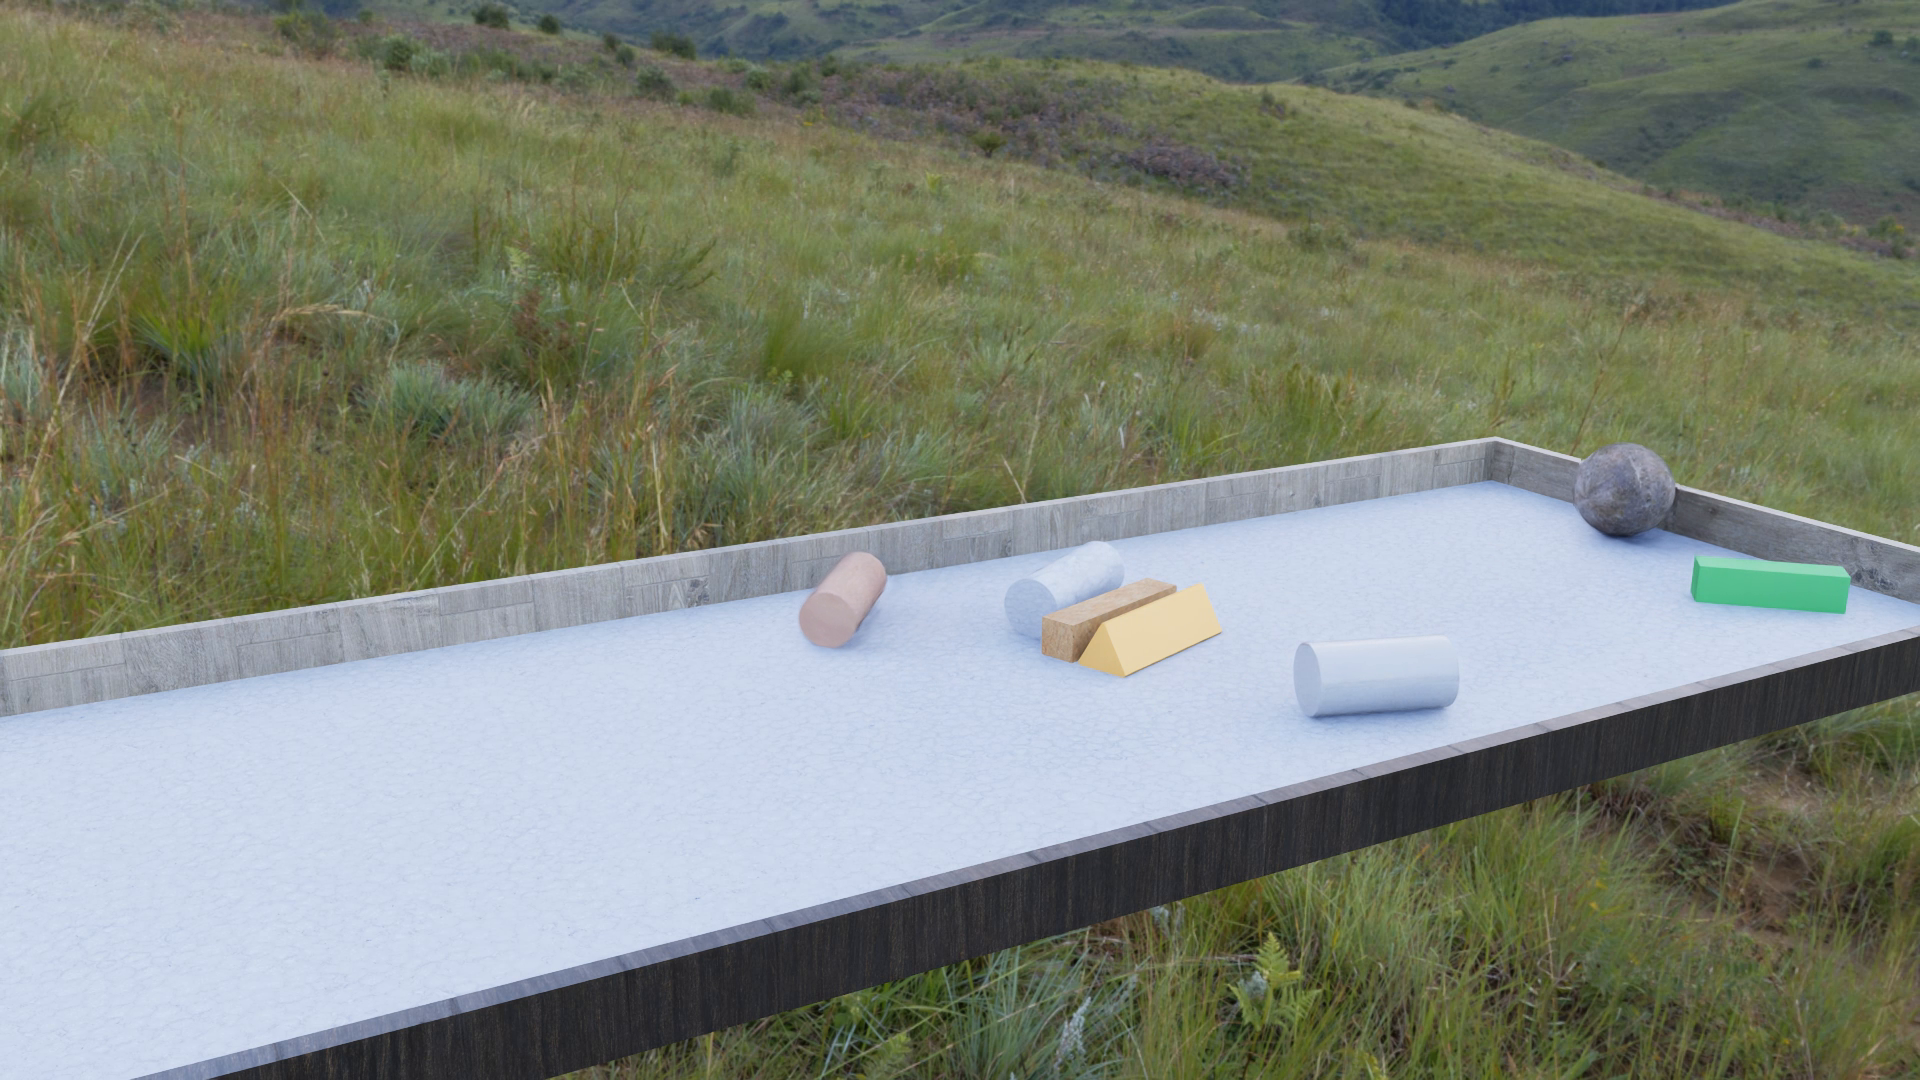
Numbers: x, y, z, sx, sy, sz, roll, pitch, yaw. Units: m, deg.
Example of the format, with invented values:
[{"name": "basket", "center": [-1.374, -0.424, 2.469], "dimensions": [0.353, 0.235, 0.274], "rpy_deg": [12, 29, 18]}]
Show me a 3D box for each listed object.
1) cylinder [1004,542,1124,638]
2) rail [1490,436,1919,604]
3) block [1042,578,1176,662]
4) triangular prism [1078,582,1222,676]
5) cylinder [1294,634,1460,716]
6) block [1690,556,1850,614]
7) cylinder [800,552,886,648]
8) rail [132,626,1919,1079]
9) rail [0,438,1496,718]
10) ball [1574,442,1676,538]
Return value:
[{"name": "cylinder", "center": [0.297, 0.133, 4.613], "dimensions": [0.164, 0.164, 0.417], "rpy_deg": [9, 19, 29]}, {"name": "rail", "center": [2.466, -0.048, 5.253], "dimensions": [0.050, 0.150, 2.100], "rpy_deg": [-9, 18, -27]}, {"name": "block", "center": [0.407, 0.212, 4.449], "dimensions": [0.103, 0.103, 0.457], "rpy_deg": [15, 22, 41]}, {"name": "triangular prism", "center": [0.510, 0.224, 4.355], "dimensions": [0.147, 0.127, 0.446], "rpy_deg": [14, 22, 39]}, {"name": "cylinder", "center": [0.993, 0.322, 3.944], "dimensions": [0.344, 0.177, 0.177], "rpy_deg": [-3, 17, -10]}, {"name": "block", "center": [2.319, 0.127, 4.731], "dimensions": [0.391, 0.108, 0.108], "rpy_deg": [5, 17, 15]}, {"name": "cylinder", "center": [-0.317, 0.160, 4.537], "dimensions": [0.154, 0.154, 0.382], "rpy_deg": [3, 17, 10]}, {"name": "rail", "center": [-2.336, 1.006, 1.665], "dimensions": [12.000, 0.150, 0.050], "rpy_deg": [-9, 18, -27]}, {"name": "rail", "center": [-3.305, 0.497, 3.399], "dimensions": [12.000, 0.150, 0.050], "rpy_deg": [-9, 18, -27]}, {"name": "ball", "center": [2.160, -0.163, 5.365], "dimensions": [0.306, 0.306, 0.306], "rpy_deg": [0, 16, 0]}]
